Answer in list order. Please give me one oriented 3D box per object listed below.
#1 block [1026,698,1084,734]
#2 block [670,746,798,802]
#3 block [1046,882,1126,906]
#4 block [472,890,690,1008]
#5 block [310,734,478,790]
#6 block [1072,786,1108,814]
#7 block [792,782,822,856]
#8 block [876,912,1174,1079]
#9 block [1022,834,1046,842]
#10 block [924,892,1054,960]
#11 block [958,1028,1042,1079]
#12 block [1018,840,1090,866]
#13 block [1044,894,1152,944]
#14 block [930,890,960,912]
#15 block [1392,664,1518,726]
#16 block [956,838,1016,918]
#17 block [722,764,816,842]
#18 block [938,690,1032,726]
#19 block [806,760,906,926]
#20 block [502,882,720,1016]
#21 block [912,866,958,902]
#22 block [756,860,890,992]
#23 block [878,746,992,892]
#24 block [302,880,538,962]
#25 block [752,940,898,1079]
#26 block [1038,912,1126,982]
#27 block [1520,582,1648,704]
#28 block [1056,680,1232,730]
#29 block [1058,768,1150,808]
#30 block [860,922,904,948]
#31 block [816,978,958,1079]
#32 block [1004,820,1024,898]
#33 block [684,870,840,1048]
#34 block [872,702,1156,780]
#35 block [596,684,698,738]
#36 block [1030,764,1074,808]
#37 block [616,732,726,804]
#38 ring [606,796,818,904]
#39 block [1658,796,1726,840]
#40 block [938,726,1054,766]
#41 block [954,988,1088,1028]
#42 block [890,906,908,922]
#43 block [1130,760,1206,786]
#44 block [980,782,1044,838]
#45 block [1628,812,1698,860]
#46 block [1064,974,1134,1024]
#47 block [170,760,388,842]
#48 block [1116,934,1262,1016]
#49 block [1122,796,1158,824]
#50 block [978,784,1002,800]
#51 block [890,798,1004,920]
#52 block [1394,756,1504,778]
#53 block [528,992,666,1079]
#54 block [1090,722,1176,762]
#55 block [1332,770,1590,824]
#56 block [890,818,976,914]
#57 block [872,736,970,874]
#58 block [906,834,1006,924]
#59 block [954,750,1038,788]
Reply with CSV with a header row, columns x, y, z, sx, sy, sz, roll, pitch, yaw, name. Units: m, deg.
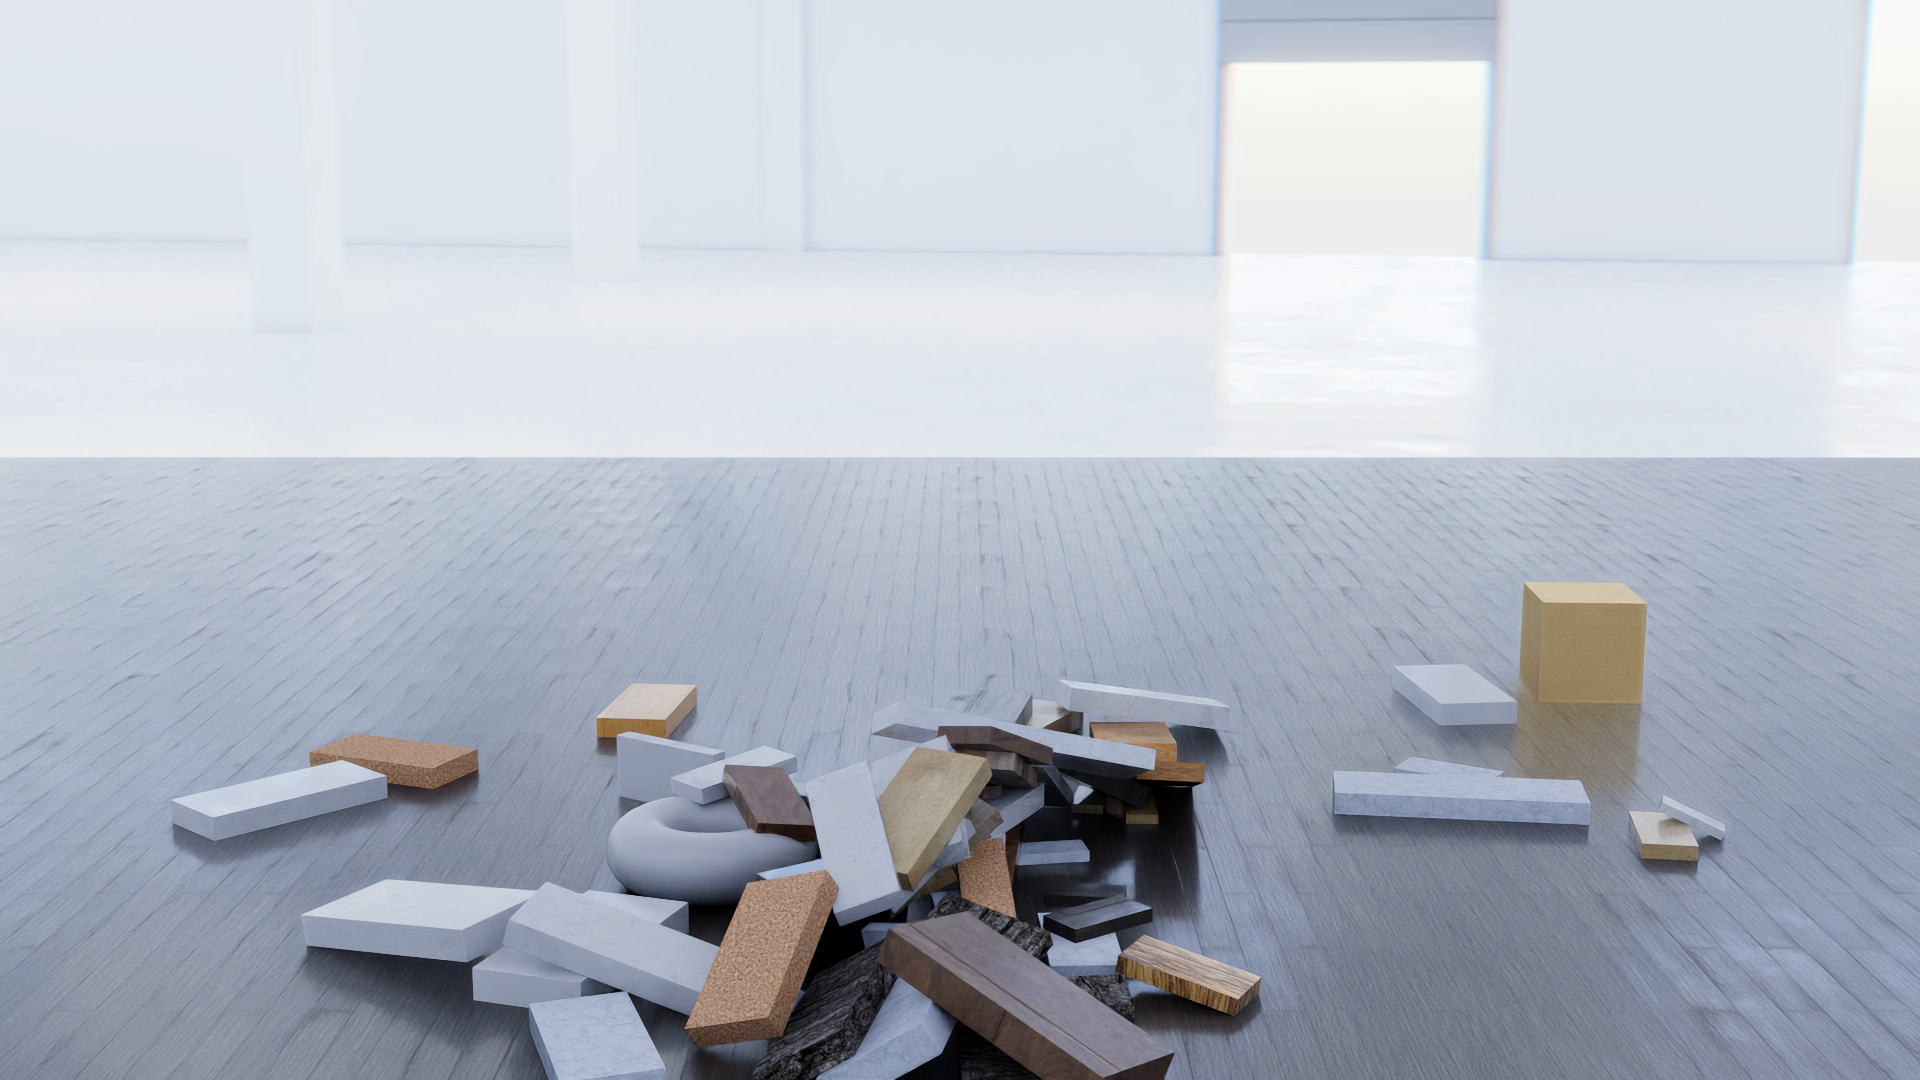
x,y,z,sx,sy,sz,roll,pitch,yaw,name
0.122,0.394,4.604,0.156,0.044,0.311,6,12,28,block
-0.396,0.413,3.871,0.201,0.028,0.100,-16,16,-37,block
0.209,0.587,3.634,0.130,0.018,0.065,1,11,7,block
-0.571,0.624,3.351,0.177,0.050,0.354,4,11,19,block
-1.125,0.438,4.371,0.294,0.042,0.147,4,11,23,block
0.247,0.491,4.157,0.059,0.017,0.118,2,11,9,block
-0.326,0.480,3.887,0.240,0.120,0.034,6,27,41,block
0.085,0.614,2.898,0.368,0.050,0.177,29,16,33,block
0.098,0.536,3.923,0.095,0.014,0.048,7,11,30,block
0.032,0.591,3.247,0.191,0.027,0.095,15,46,35,block
0.087,0.720,2.837,0.169,0.048,0.387,0,11,-2,block
0.156,0.547,3.851,0.130,0.018,0.065,-2,11,-10,block
0.215,0.591,3.431,0.157,0.022,0.078,-8,13,-36,block
0.032,0.602,3.333,0.113,0.032,0.225,-5,24,-10,block
1.093,0.341,4.877,0.170,0.048,0.339,-1,11,-6,block
0.038,0.536,3.416,0.078,0.022,0.239,-2,23,-4,block
-0.323,0.444,3.722,0.106,0.030,0.212,6,19,-24,block
0.039,0.372,4.470,0.170,0.048,0.339,2,11,10,block
-0.160,0.451,3.295,0.100,0.028,0.294,-20,36,0,block
-0.503,0.600,3.237,0.299,0.042,0.147,19,16,6,block
-0.051,0.517,3.490,0.078,0.022,0.157,-25,15,0,block
-0.207,0.580,3.327,0.145,0.145,0.145,-7,13,-35,block
-0.068,0.422,3.358,0.129,0.037,0.258,6,40,31,block
-0.829,0.587,3.406,0.354,0.050,0.177,-2,10,34,block
-0.173,0.653,3.039,0.139,0.039,0.360,-30,4,14,block
0.185,0.627,3.382,0.113,0.032,0.225,0,11,-3,block
1.409,0.230,4.987,0.227,0.227,0.227,1,11,4,block
0.385,0.347,4.639,0.339,0.048,0.170,8,1,-7,block
0.200,0.414,4.048,0.290,0.041,0.145,27,-7,-35,block
-0.052,0.609,3.215,0.186,0.093,0.026,-6,13,34,block
-0.076,0.649,2.991,0.169,0.048,0.337,-32,3,14,block
0.023,0.535,3.711,0.149,0.042,0.297,2,20,5,block
-0.278,0.590,3.117,0.139,0.039,0.278,-14,32,26,block
0.094,0.351,3.820,0.480,0.037,0.129,12,-17,-18,block
-0.673,0.368,4.751,0.147,0.042,0.294,1,11,6,block
0.128,0.430,3.960,0.102,0.029,0.395,3,-16,12,block
-0.545,0.441,4.144,0.240,0.120,0.034,7,13,34,block
-0.419,0.521,3.722,0.357,0.119,0.357,1,9,0,ring
1.323,0.501,3.974,0.118,0.017,0.059,26,14,14,block
0.060,0.343,3.660,0.102,0.029,0.204,-3,-16,32,block
0.083,0.647,3.041,0.191,0.027,0.095,0,4,0,block
-0.185,0.589,3.597,0.201,0.028,0.100,4,11,21,block
0.383,0.435,4.087,0.120,0.034,0.374,3,-7,3,block
0.029,0.455,3.740,0.148,0.042,0.297,3,6,19,block
1.256,0.528,3.930,0.094,0.027,0.189,2,11,10,block
0.131,0.666,3.171,0.225,0.032,0.113,-1,11,-5,block
-1.271,0.485,4.116,0.156,0.044,0.357,10,14,42,block
0.336,0.640,3.239,0.191,0.027,0.095,16,17,25,block
0.335,0.502,4.096,0.059,0.017,0.118,0,11,1,block
0.020,0.413,3.645,0.069,0.020,0.138,7,-3,14,block
-0.059,0.496,3.436,0.262,0.026,0.093,-39,35,-20,block
0.952,0.461,4.291,0.189,0.027,0.095,7,13,33,block
-0.498,0.694,3.002,0.139,0.039,0.278,-4,11,-19,block
0.344,0.408,4.415,0.156,0.044,0.311,0,3,1,block
0.936,0.483,4.133,0.461,0.041,0.145,2,11,8,block
-0.072,0.491,3.404,0.186,0.026,0.093,-42,37,-25,block
-0.064,0.420,3.440,0.129,0.037,0.258,-21,33,7,block
-0.004,0.564,3.514,0.148,0.042,0.297,0,23,2,block
0.062,0.388,3.722,0.102,0.029,0.204,3,-14,13,block
